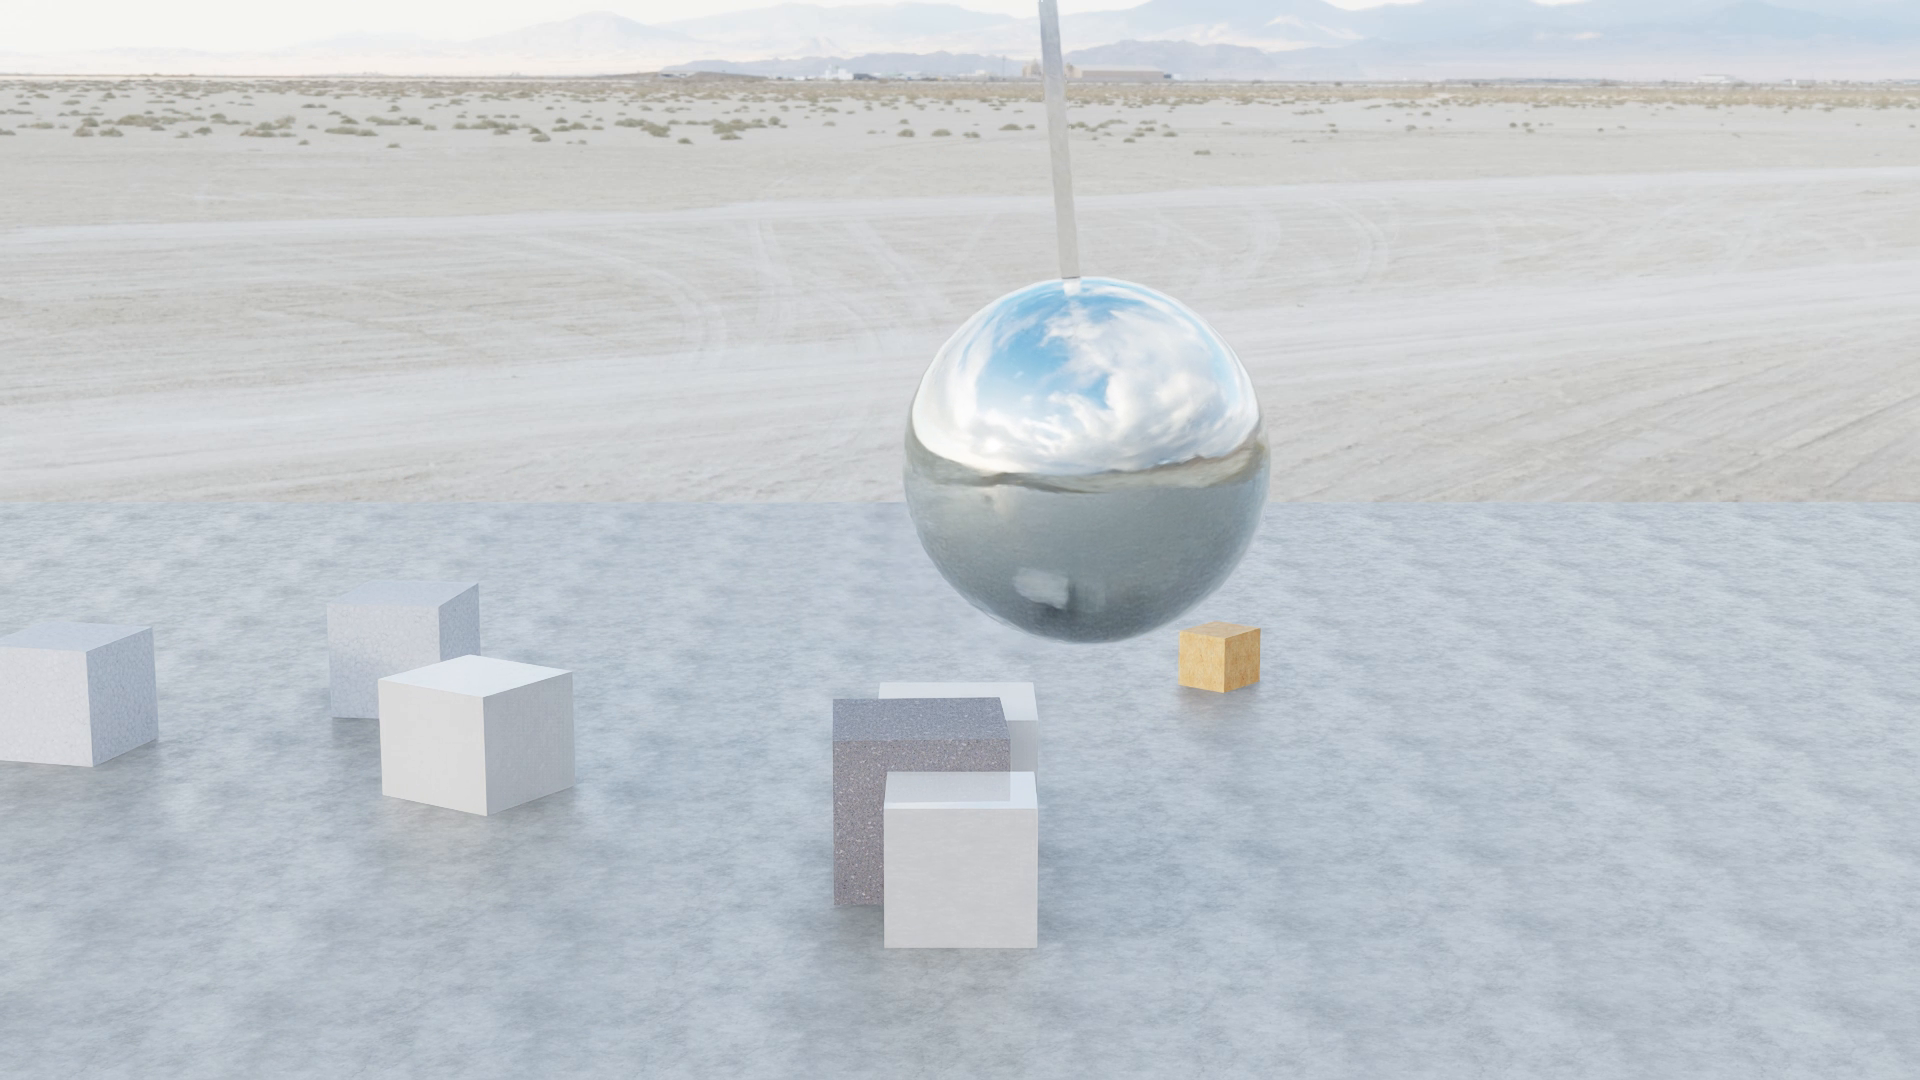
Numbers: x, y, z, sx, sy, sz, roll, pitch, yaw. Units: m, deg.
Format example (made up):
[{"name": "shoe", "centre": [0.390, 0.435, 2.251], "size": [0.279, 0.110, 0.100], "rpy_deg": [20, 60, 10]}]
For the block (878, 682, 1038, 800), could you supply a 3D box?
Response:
[{"name": "block", "centre": [-0.014, 1.054, 12.047], "size": [0.736, 0.615, 0.735], "rpy_deg": [0, 10, 0]}]

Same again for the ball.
[{"name": "ball", "centre": [0.544, -0.342, 11.118], "size": [1.600, 1.600, 1.600], "rpy_deg": [0, 10, 0]}]

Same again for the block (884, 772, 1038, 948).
[{"name": "block", "centre": [0.003, 1.321, 10.660], "size": [0.622, 0.587, 0.556], "rpy_deg": [0, 10, 0]}]

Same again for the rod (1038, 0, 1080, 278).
[{"name": "rod", "centre": [0.236, -3.674, 10.512], "size": [0.080, 5.200, 0.080], "rpy_deg": [-5, 10, 1]}]

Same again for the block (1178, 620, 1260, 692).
[{"name": "block", "centre": [1.513, 0.677, 14.950], "size": [0.317, 0.319, 0.372], "rpy_deg": [8, 13, 39]}]

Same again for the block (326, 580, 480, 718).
[{"name": "block", "centre": [-3.113, 0.611, 14.420], "size": [0.636, 0.639, 0.686], "rpy_deg": [1, 10, 8]}]

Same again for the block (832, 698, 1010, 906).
[{"name": "block", "centre": [-0.179, 1.136, 11.292], "size": [0.754, 0.724, 0.741], "rpy_deg": [0, 10, -3]}]

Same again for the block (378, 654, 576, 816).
[{"name": "block", "centre": [-2.384, 0.953, 12.686], "size": [0.688, 0.585, 0.642], "rpy_deg": [7, 12, 32]}]

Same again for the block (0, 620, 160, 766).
[{"name": "block", "centre": [-4.672, 0.799, 13.480], "size": [0.621, 0.605, 0.619], "rpy_deg": [3, 11, 14]}]
